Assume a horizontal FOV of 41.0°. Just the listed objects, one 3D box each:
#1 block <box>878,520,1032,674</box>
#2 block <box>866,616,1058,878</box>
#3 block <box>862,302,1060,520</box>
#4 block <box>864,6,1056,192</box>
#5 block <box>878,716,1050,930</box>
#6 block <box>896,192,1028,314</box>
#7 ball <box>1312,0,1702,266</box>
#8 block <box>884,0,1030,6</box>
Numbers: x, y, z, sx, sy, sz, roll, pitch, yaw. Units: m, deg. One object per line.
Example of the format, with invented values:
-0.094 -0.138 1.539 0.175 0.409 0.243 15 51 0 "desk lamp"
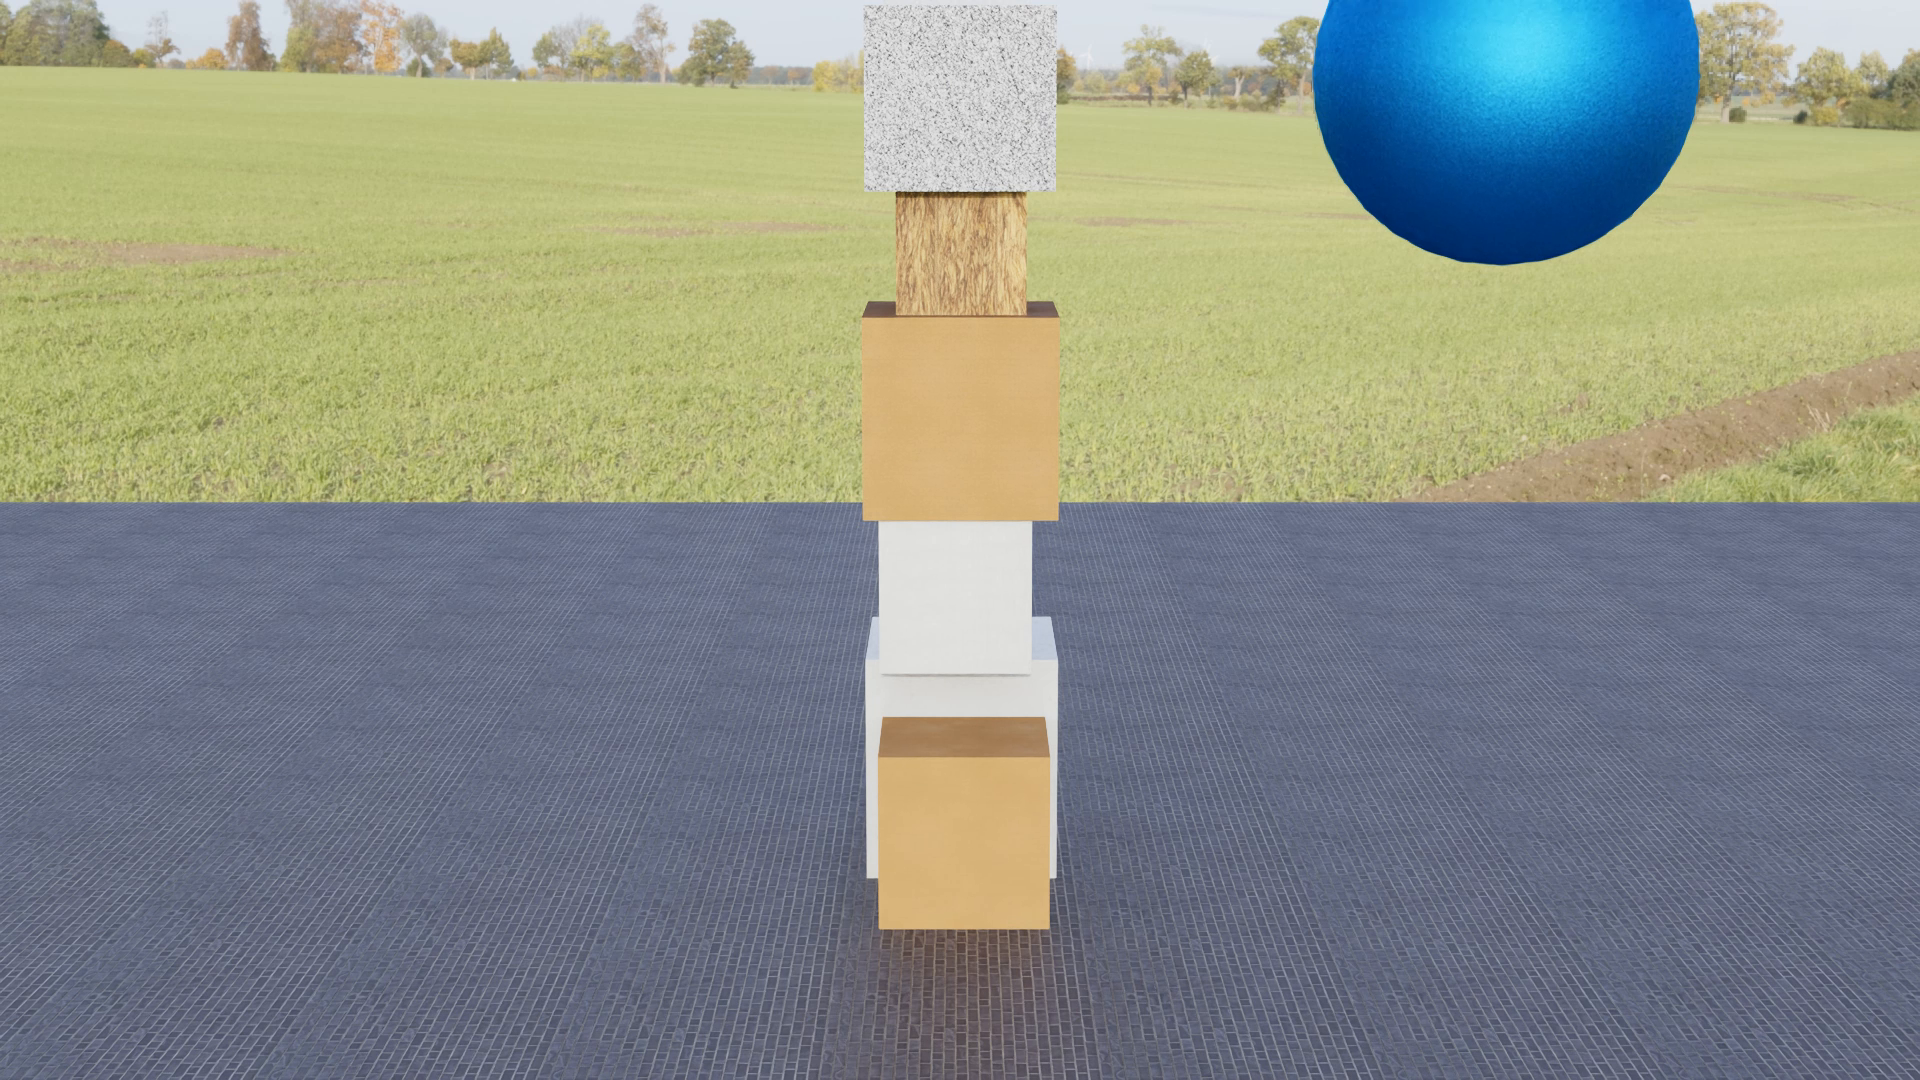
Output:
-0.019 0.176 11.212 0.646 0.665 0.727 0 10 0 "block"
0.007 0.928 11.698 0.838 0.989 0.904 0 10 0 "block"
0.003 -0.570 11.077 0.821 0.852 0.786 0 10 0 "block"
0.001 -1.868 10.841 0.786 0.750 0.746 0 10 0 "block"
0.017 1.195 10.933 0.709 0.737 0.677 0 10 0 "block"
0.005 -1.244 10.954 0.546 0.518 0.535 0 10 0 "block"
2.295 -1.962 10.824 1.600 1.600 1.600 0 10 0 "ball"
-0.013 -2.568 10.713 0.600 0.675 0.637 0 10 0 "block"
